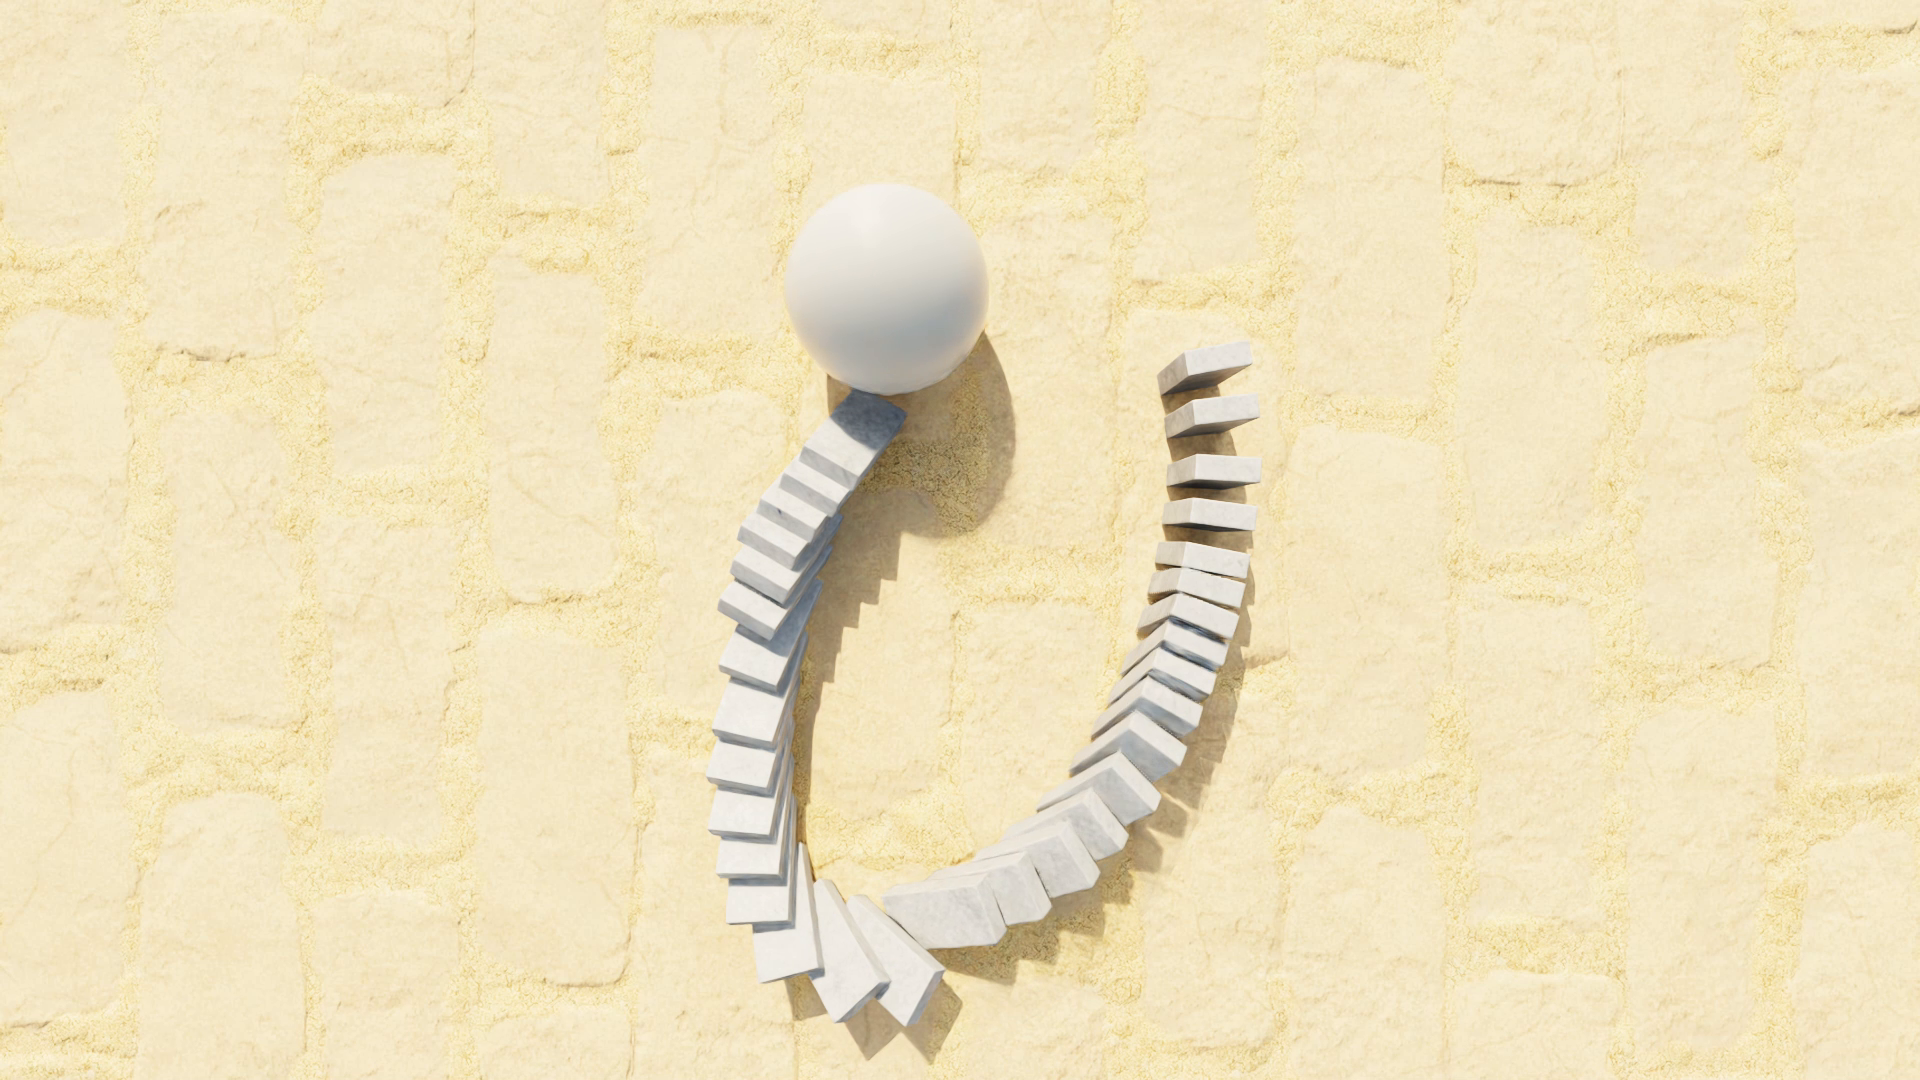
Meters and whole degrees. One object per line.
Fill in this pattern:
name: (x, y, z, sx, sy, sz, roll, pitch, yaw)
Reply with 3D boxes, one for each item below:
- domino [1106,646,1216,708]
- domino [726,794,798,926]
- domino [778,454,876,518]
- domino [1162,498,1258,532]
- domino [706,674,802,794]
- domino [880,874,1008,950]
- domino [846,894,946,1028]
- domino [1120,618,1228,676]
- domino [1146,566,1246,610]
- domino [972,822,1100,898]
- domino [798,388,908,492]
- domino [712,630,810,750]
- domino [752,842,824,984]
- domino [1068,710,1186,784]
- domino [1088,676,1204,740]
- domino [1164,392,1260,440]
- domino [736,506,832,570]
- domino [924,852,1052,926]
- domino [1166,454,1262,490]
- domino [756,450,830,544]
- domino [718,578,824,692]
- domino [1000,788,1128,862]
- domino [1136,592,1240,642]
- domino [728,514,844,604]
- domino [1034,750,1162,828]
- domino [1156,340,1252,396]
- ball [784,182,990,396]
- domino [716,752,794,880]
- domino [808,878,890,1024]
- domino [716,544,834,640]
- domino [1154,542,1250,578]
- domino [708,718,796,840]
domino: (0.081, 0.062, 0.376, 0.025, 0.050, 0.009, 26, 59, 0)
domino: (-0.083, 0.134, 0.384, 0.025, 0.009, 0.050, -3, 62, 0)
domino: (-0.051, -0.032, 0.379, 0.025, 0.050, 0.010, 30, 133, 0)
domino: (0.101, -0.010, 0.375, 0.025, 0.050, 0.010, 8, 90, 0)
domino: (-0.085, 0.078, 0.382, 0.025, 0.010, 0.050, 10, 58, 3)
domino: (-0.007, 0.156, 0.383, 0.050, 0.009, 0.025, -20, 90, 31)
domino: (-0.032, 0.174, 0.382, 0.050, 0.010, 0.025, 29, 90, 34)
domino: (0.087, 0.049, 0.376, 0.025, 0.050, 0.009, 24, 64, 0)
domino: (0.095, 0.020, 0.375, 0.025, 0.050, 0.009, 16, 84, 0)
domino: (0.031, 0.136, 0.381, 0.050, 0.009, 0.025, -31, 92, 35)
domino: (-0.043, -0.043, 0.379, 0.025, 0.050, 0.010, 30, 133, 0)
domino: (-0.082, 0.060, 0.382, 0.025, 0.009, 0.050, 12, 58, 2)
domino: (-0.074, 0.156, 0.383, 0.025, 0.009, 0.050, -15, 61, 1)
domino: (0.068, 0.091, 0.378, 0.025, 0.050, 0.010, 37, 48, 0)
domino: (0.075, 0.075, 0.377, 0.025, 0.050, 0.009, 30, 54, 0)
domino: (0.102, -0.050, 0.375, 0.025, 0.050, 0.010, -7, 90, 0)
domino: (-0.068, -0.012, 0.379, 0.025, 0.050, 0.009, 30, 133, 0)
domino: (0.011, 0.148, 0.383, 0.050, 0.009, 0.025, -24, 90, 32)
domino: (0.103, -0.027, 0.375, 0.025, 0.050, 0.009, 3, 90, 0)
domino: (-0.060, -0.022, 0.379, 0.025, 0.050, 0.010, 29, 133, 0)
domino: (-0.079, 0.036, 0.384, 0.025, 0.009, 0.050, 21, 61, 0)
domino: (0.043, 0.124, 0.382, 0.050, 0.009, 0.025, -38, 90, 35)
domino: (0.092, 0.034, 0.375, 0.025, 0.050, 0.009, 22, 77, 0)
domino: (-0.071, 0.001, 0.379, 0.025, 0.050, 0.010, 30, 133, 0)
domino: (0.056, 0.109, 0.381, 0.025, 0.009, 0.050, 46, 129, 0)
domino: (0.099, -0.070, 0.375, 0.025, 0.050, 0.009, -10, 90, 0)
ball: (-0.028, -0.097, 0.360, 0.080, 0.080, 0.080, 0, 90, 0)
domino: (-0.085, 0.114, 0.383, 0.025, 0.010, 0.050, 0, 58, 0)
domino: (-0.053, 0.170, 0.382, 0.025, 0.010, 0.050, -43, 57, 2)
domino: (-0.076, 0.015, 0.380, 0.025, 0.010, 0.050, 30, 48, 0)
domino: (0.098, 0.008, 0.375, 0.025, 0.050, 0.010, 11, 90, 0)
domino: (-0.086, 0.098, 0.382, 0.025, 0.009, 0.050, 4, 58, 3)
